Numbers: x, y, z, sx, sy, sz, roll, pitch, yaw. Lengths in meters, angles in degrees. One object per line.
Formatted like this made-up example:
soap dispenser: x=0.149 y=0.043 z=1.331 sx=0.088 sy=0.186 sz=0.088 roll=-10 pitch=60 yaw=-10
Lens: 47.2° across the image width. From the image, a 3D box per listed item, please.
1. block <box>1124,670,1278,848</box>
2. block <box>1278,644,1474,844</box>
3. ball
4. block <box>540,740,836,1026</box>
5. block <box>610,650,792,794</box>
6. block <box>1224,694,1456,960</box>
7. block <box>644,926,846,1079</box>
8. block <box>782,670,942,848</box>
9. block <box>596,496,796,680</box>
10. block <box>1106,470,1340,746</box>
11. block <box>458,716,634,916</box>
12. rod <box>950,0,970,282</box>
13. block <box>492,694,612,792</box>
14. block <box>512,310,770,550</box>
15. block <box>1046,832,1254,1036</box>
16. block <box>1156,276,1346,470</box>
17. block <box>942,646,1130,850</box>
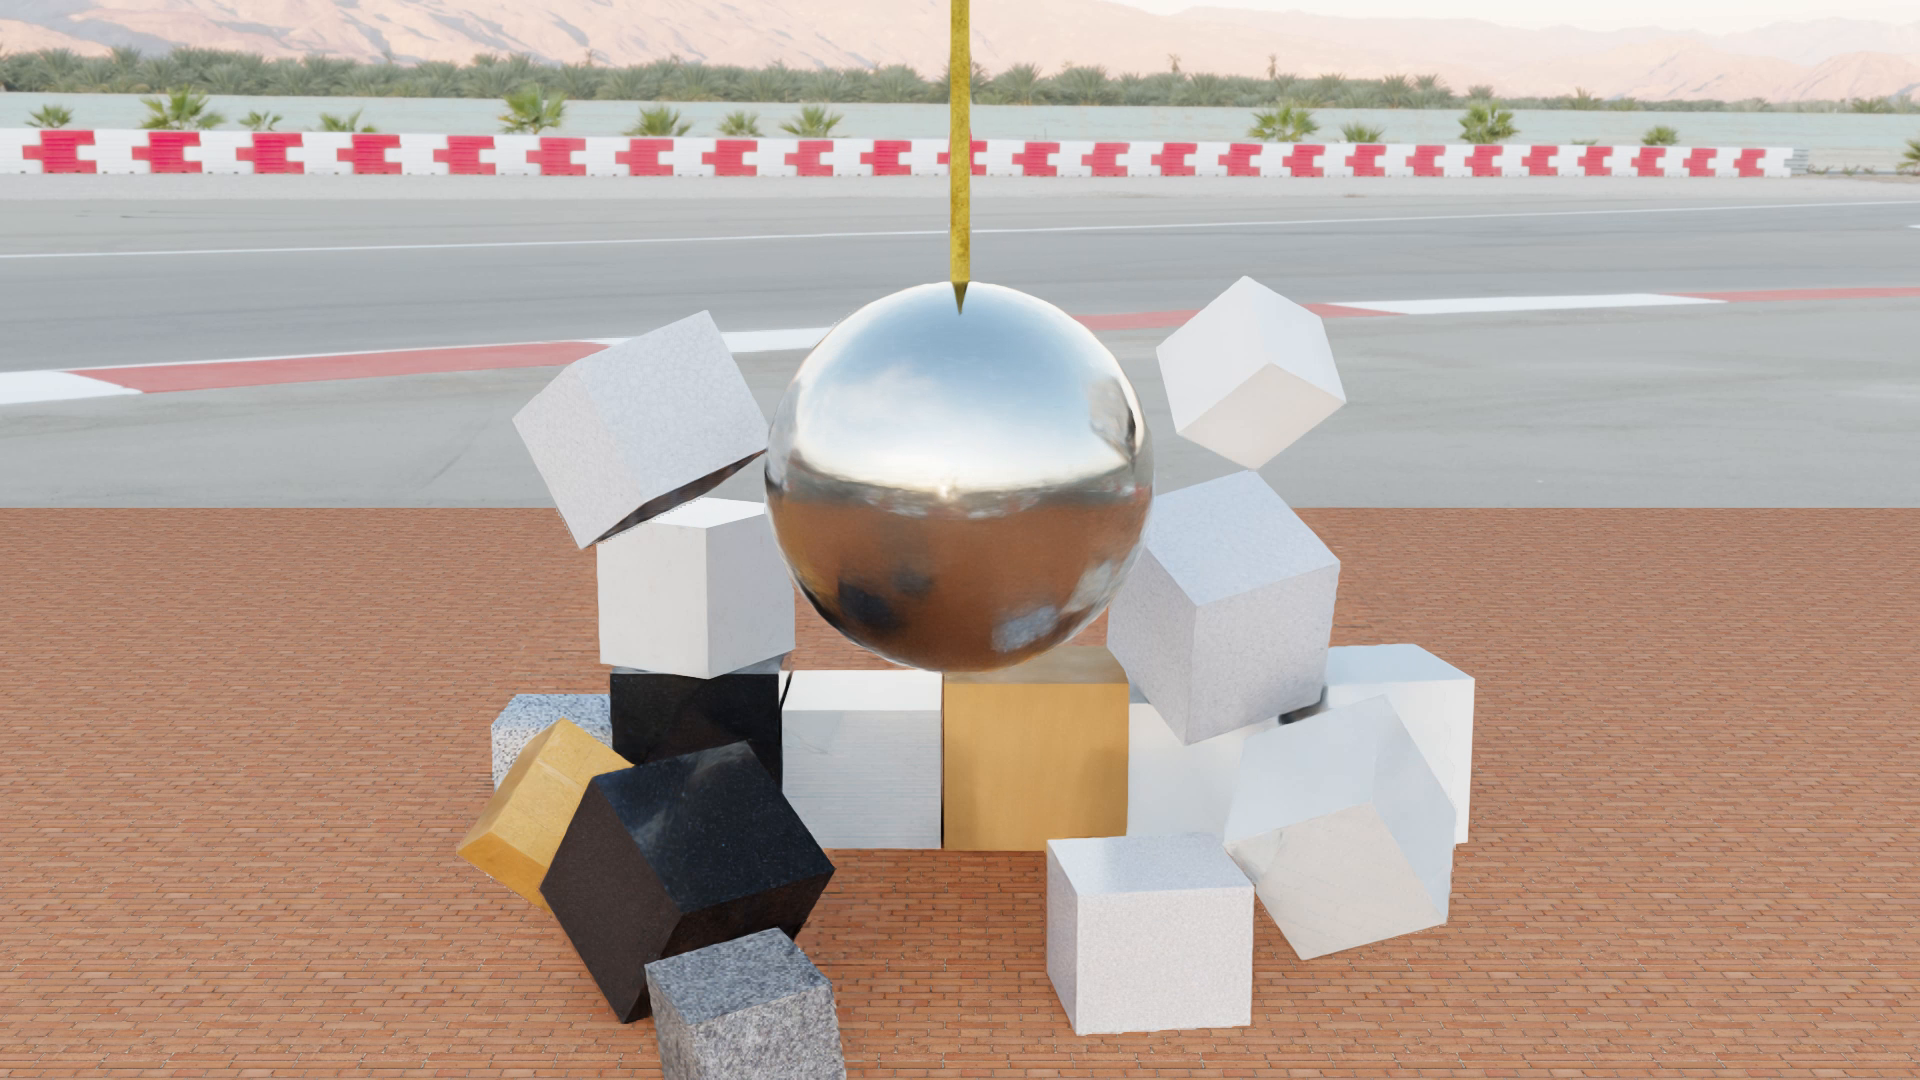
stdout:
block: x=1.210 y=1.109 z=11.374 sx=0.741 sy=0.749 sz=0.795 roll=0 pitch=10 yaw=0
block: x=2.124 y=1.055 z=11.379 sx=0.761 sy=0.853 sz=0.798 roll=-2 pitch=10 yaw=-10
ball: x=0.000 y=-0.251 z=8.976 sx=1.600 sy=1.600 sz=1.600 roll=0 pitch=10 yaw=0
block: x=-1.131 y=1.399 z=9.065 sx=0.771 sy=0.716 sz=0.722 roll=-10 pitch=50 yaw=-43
block: x=-1.311 y=1.031 z=11.350 sx=0.832 sy=0.910 sz=0.861 roll=0 pitch=10 yaw=0
block: x=1.622 y=1.217 z=9.315 sx=0.668 sy=0.698 sz=0.693 roll=-21 pitch=26 yaw=28
block: x=-0.752 y=1.796 z=7.801 sx=0.513 sy=0.560 sz=0.593 roll=-13 pitch=14 yaw=-20
block: x=-0.491 y=1.124 z=11.378 sx=0.787 sy=0.718 sz=0.825 roll=0 pitch=10 yaw=0
block: x=-1.332 y=0.223 z=11.152 sx=0.676 sy=0.750 sz=0.746 roll=6 pitch=12 yaw=30
block: x=1.273 y=0.323 z=10.808 sx=0.778 sy=0.895 sz=0.810 roll=-16 pitch=41 yaw=-19
block: x=-1.803 y=1.247 z=9.877 sx=0.532 sy=0.616 sz=0.525 roll=37 pitch=-31 yaw=-13
rod: x=0.000 y=-3.595 z=9.591 sx=0.080 sy=5.200 sz=0.080 roll=0 pitch=-10 yaw=0
block: x=-2.044 y=1.172 z=11.408 sx=0.616 sy=0.612 sz=0.651 roll=0 pitch=10 yaw=0
block: x=-1.354 y=-0.467 z=9.409 sx=0.697 sy=0.642 sz=0.697 roll=-27 pitch=-1 yaw=-36
block: x=0.768 y=1.611 z=9.071 sx=0.711 sy=0.586 sz=0.695 roll=-1 pitch=10 yaw=-8
block: x=1.148 y=-0.655 z=8.718 sx=0.449 sy=0.450 sz=0.501 roll=22 pitch=-46 yaw=-36
block: x=0.373 y=1.060 z=11.340 sx=0.917 sy=0.858 sz=0.821 roll=0 pitch=10 yaw=-1
